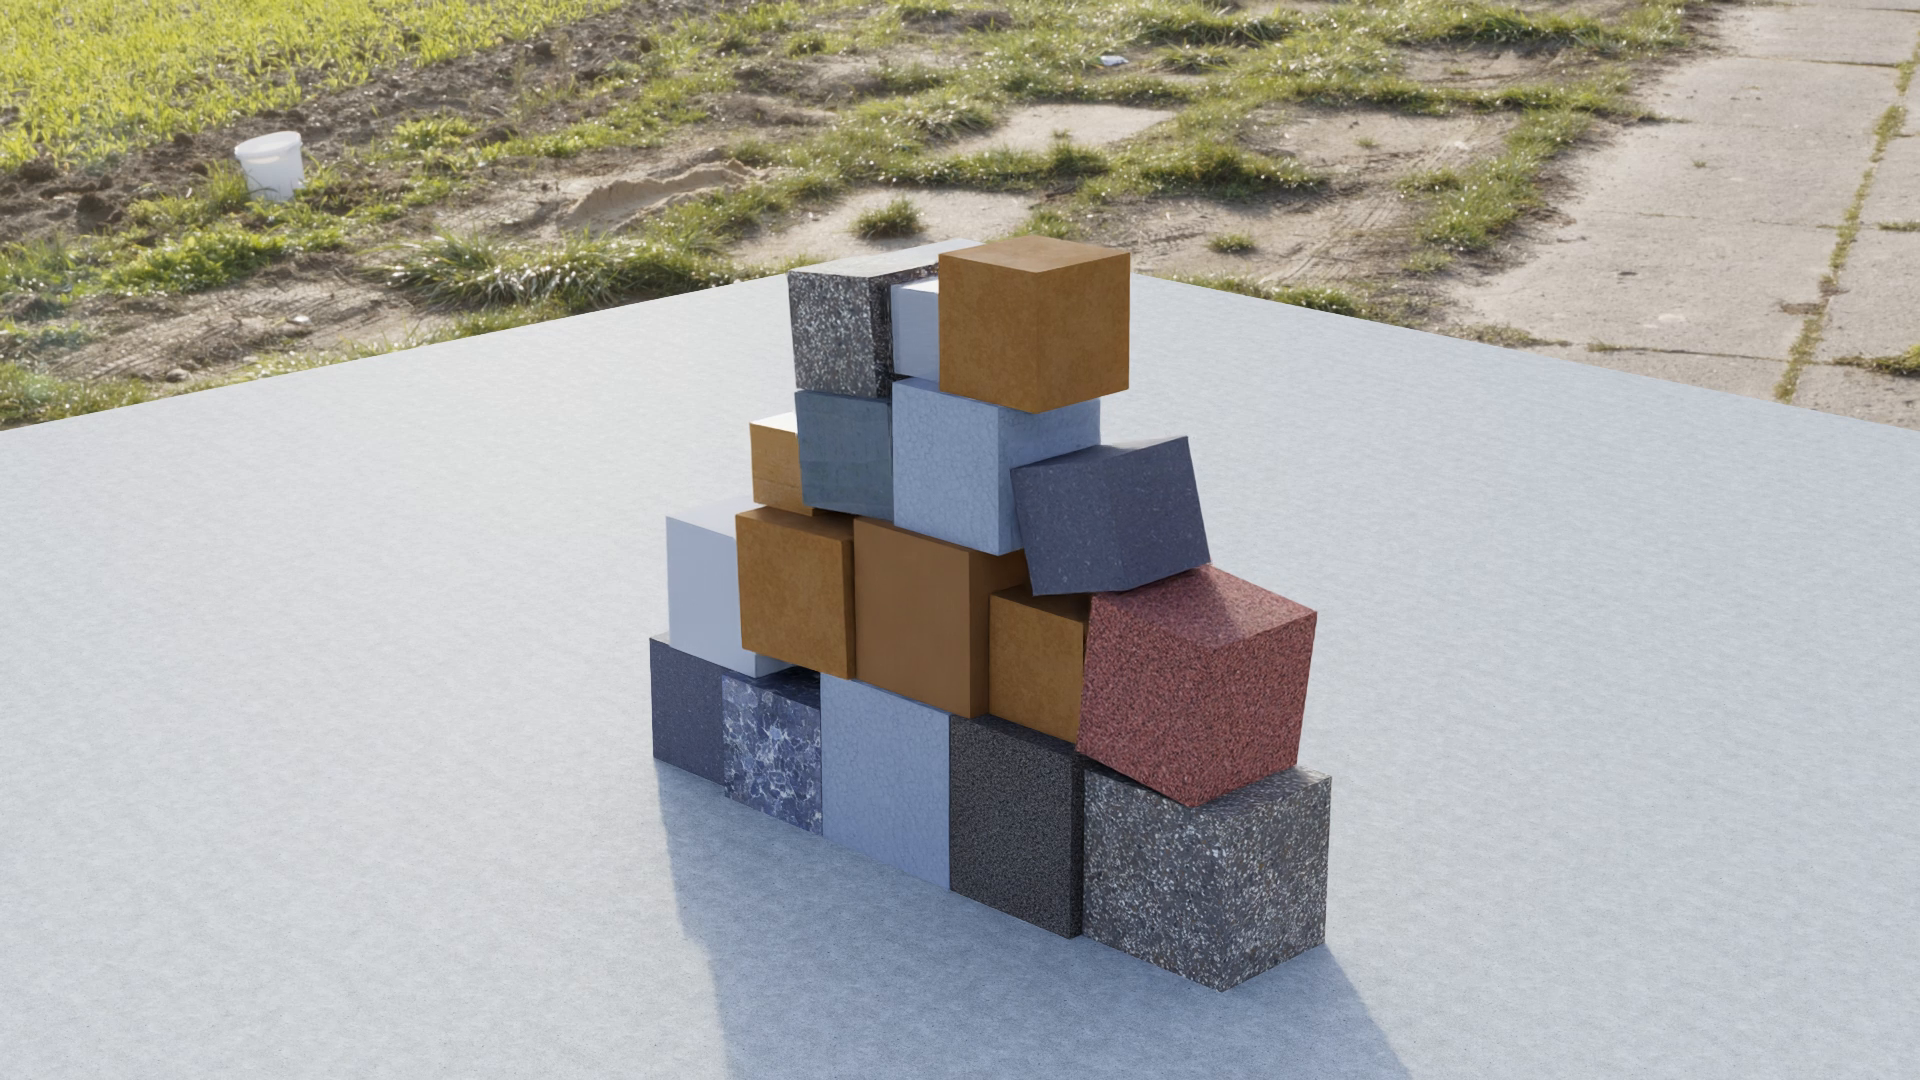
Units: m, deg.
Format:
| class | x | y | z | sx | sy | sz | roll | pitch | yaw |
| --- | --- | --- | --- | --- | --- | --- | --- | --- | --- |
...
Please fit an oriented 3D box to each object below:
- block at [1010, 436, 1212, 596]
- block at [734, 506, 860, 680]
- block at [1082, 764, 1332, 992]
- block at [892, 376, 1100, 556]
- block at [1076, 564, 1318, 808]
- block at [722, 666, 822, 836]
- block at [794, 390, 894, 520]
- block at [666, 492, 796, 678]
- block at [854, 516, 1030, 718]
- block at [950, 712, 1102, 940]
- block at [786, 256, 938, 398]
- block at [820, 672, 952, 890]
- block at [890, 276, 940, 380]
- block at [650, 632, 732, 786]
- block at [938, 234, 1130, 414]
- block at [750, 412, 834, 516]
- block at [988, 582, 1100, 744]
| class | x | y | z | sx | sy | sz | roll | pitch | yaw |
| --- | --- | --- | --- | --- | --- | --- | --- | --- | --- |
| block | 0.648 | -0.104 | 12.651 | 0.543 | 0.559 | 0.560 | -17 | 8 | -42 |
| block | -0.489 | 0.172 | 13.901 | 0.846 | 0.662 | 0.737 | -17 | 21 | -42 |
| block | 1.063 | 1.369 | 12.686 | 0.696 | 0.779 | 0.794 | -17 | 24 | -42 |
| block | 0.163 | -0.383 | 13.050 | 0.651 | 0.663 | 0.653 | -17 | 23 | -42 |
| block | 1.004 | 0.602 | 12.500 | 0.690 | 0.724 | 0.667 | -17 | 31 | -42 |
| block | -0.621 | 0.942 | 14.283 | 0.795 | 0.638 | 0.702 | -17 | 24 | -42 |
| block | -0.309 | -0.447 | 13.521 | 0.616 | 0.536 | 0.618 | -17 | 19 | -42 |
| block | -0.991 | 0.205 | 14.416 | 0.641 | 0.679 | 0.625 | 17 | 24 | 42 |
| block | 0.052 | 0.268 | 13.377 | 0.764 | 0.772 | 0.735 | -17 | 23 | -42 |
| block | 0.492 | 1.178 | 13.177 | 0.776 | 0.851 | 0.736 | -17 | 24 | -42 |
| block | -0.414 | -0.984 | 13.455 | 0.481 | 0.550 | 0.544 | -17 | 19 | -42 |
| block | -0.057 | 1.007 | 13.733 | 0.829 | 0.845 | 0.844 | -17 | 24 | -42 |
| block | -0.028 | -0.949 | 13.081 | 0.390 | 0.397 | 0.387 | -17 | 21 | -42 |
| block | -1.113 | 0.797 | 14.736 | 0.603 | 0.643 | 0.645 | -17 | 24 | -42 |
| block | 0.322 | -0.945 | 12.711 | 0.584 | 0.608 | 0.588 | 16 | 24 | 43 |
| block | -0.680 | -0.380 | 13.935 | 0.459 | 0.392 | 0.418 | -17 | 21 | -42 |
| block | 0.530 | 0.504 | 12.969 | 0.571 | 0.561 | 0.564 | -17 | 24 | -42 |
